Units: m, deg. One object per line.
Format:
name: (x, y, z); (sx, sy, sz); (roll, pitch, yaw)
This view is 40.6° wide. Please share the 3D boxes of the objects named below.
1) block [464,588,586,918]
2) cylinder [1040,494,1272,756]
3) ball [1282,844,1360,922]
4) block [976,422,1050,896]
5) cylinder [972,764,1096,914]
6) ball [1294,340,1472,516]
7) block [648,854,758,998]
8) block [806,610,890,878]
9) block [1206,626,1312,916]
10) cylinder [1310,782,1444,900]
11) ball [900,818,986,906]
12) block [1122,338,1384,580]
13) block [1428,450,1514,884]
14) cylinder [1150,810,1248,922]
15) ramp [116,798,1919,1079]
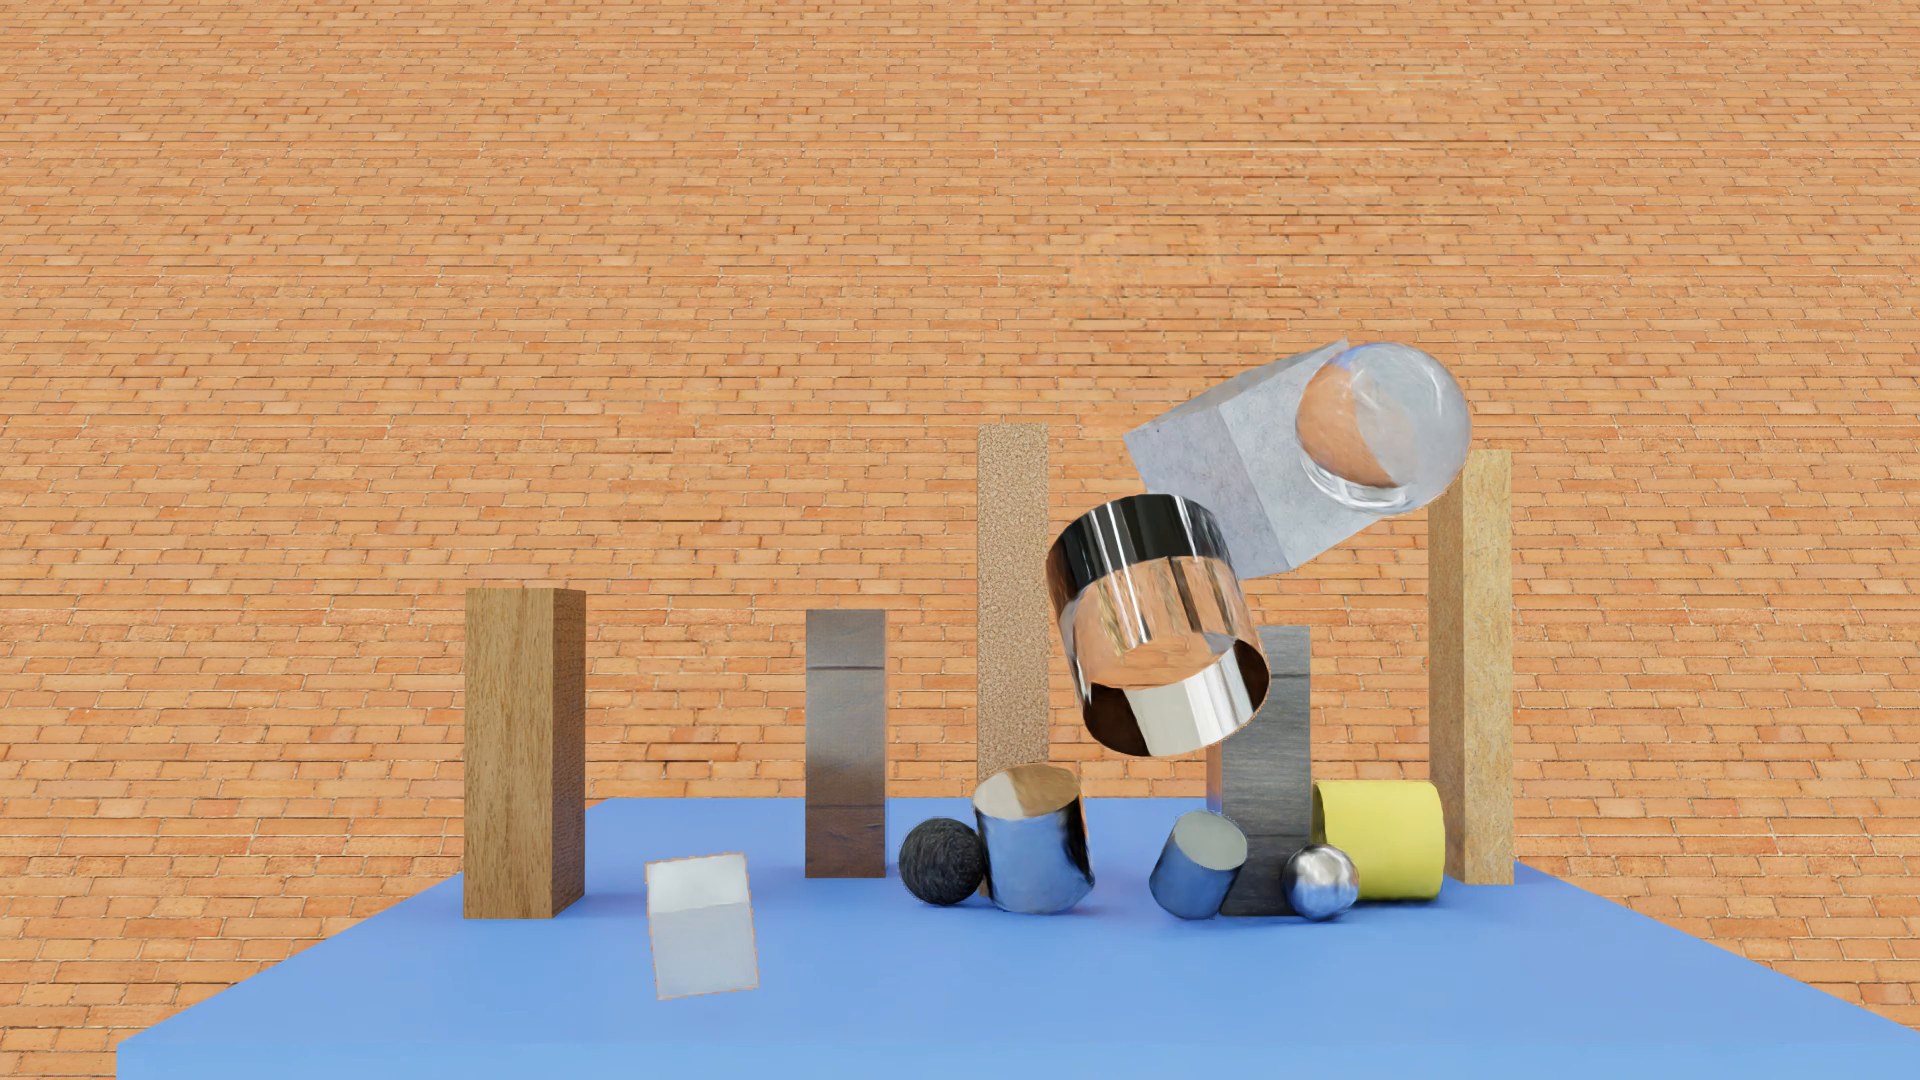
block: (-0.704, 0.338, 4.228); (0.138, 0.515, 0.355); (0, -2, 0)
cylinder: (0.200, 0.088, 2.672); (0.192, 0.192, 0.192); (-8, 52, -12)
ball: (0.556, 0.528, 4.008); (0.120, 0.120, 0.120); (0, 35, 0)
block: (0.091, 0.207, 4.590); (0.120, 0.799, 0.411); (0, -2, 0)
cylinder: (0.119, 0.476, 4.138); (0.173, 0.173, 0.173); (-8, 23, 3)
ball: (0.443, -0.117, 2.723); (0.184, 0.184, 0.184); (0, 35, 0)
block: (-0.297, 0.442, 2.985); (0.112, 0.112, 0.112); (-6, 23, -6)
block: (-0.207, 0.372, 4.823); (0.144, 0.485, 0.261); (0, -2, 0)
block: (0.480, 0.366, 4.201); (0.140, 0.456, 0.255); (0, -2, 0)
cylinder: (0.684, 0.499, 4.301); (0.194, 0.194, 0.194); (0, 35, -3)
ball: (-0.028, 0.524, 4.239); (0.142, 0.142, 0.142); (0, 35, 0)
block: (0.345, -0.083, 2.913); (0.194, 0.194, 0.194); (-28, 6, -29)
block: (0.931, 0.228, 4.748); (0.085, 0.766, 0.344); (0, -2, 0)
cylinder: (0.366, 0.501, 3.995); (0.120, 0.120, 0.120); (12, 39, -10)
ramp: (0.077, 0.665, 4.838); (2.000, 0.100, 4.000); (0, -2, 0)
